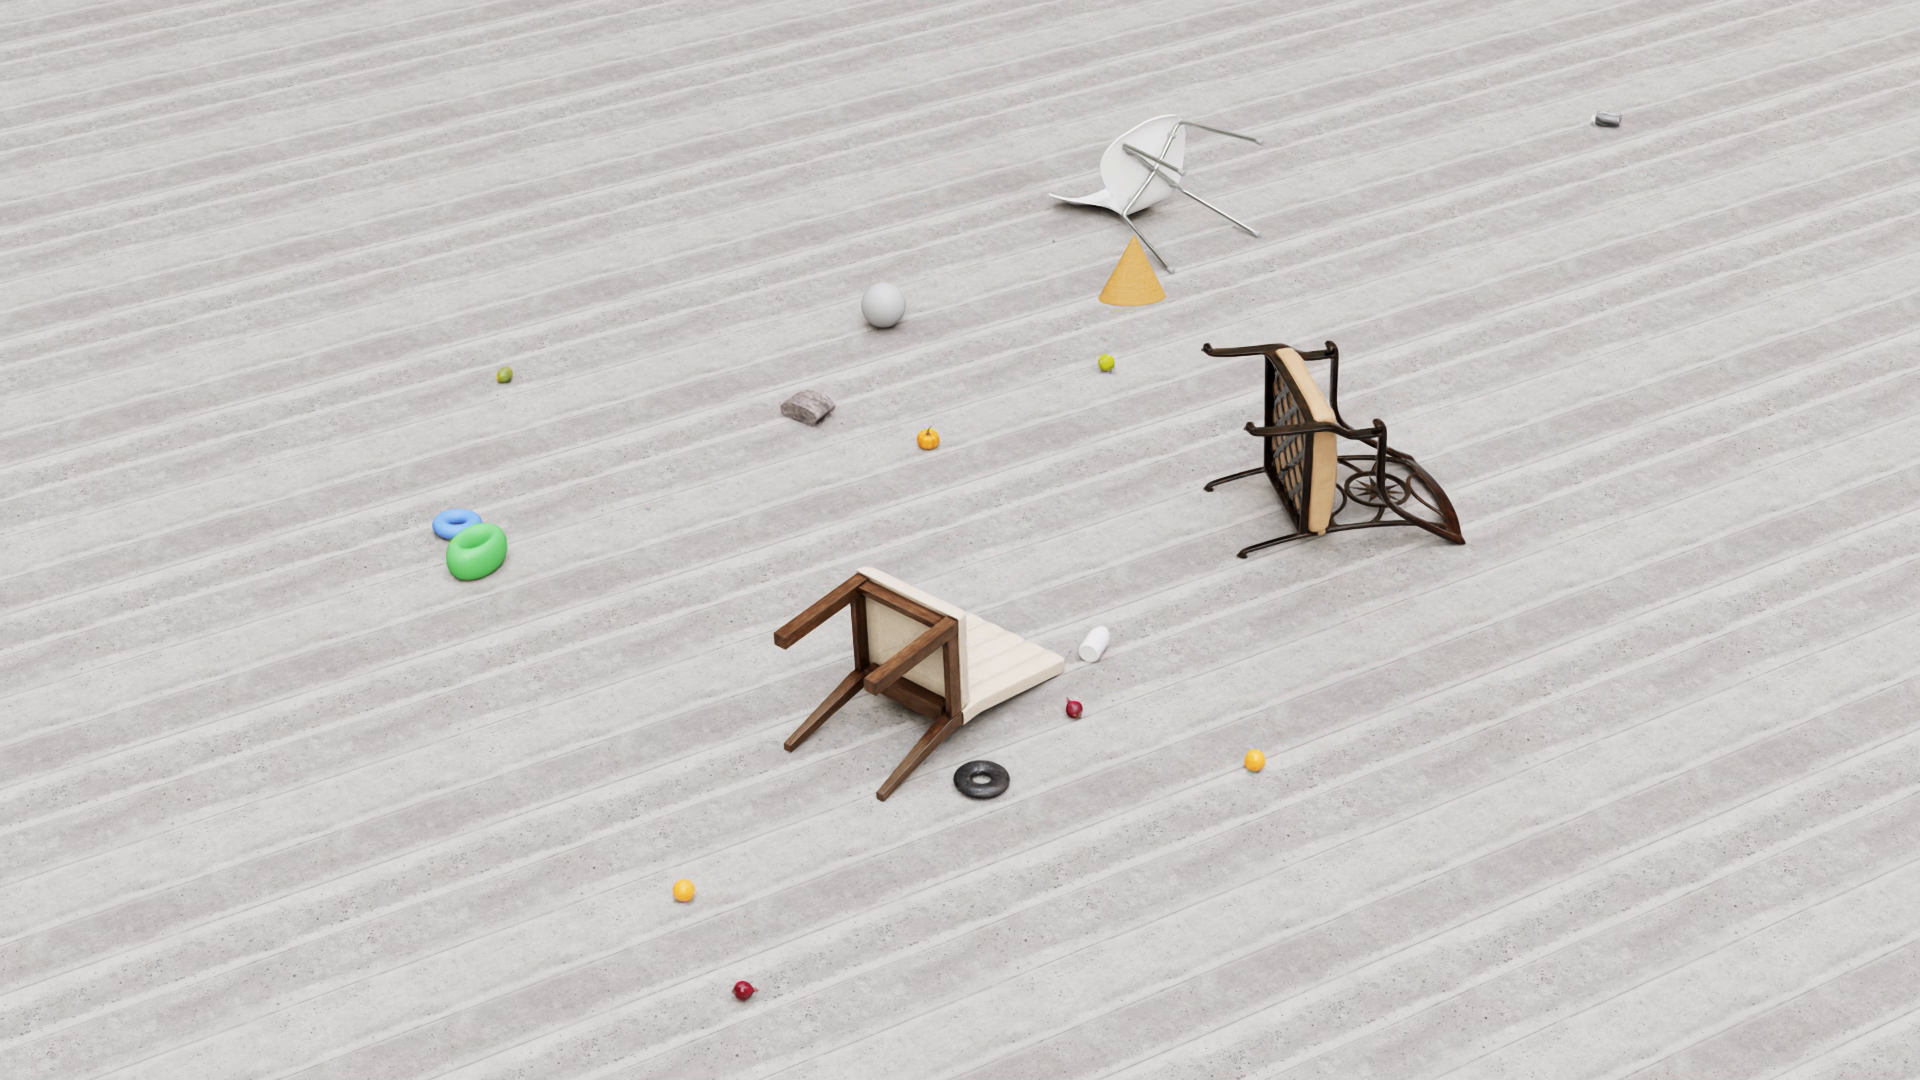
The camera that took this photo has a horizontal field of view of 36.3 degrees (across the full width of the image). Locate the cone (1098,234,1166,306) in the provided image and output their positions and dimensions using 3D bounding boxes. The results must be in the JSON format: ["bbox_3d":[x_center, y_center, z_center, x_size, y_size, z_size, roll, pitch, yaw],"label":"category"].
[{"bbox_3d":[0.735,-1.164,12.435,0.294,0.303,0.159,-4,34,-7],"label":"cone"}]

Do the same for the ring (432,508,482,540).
[{"bbox_3d":[-1.883,-0.059,10.984,0.188,0.056,0.173,3,33,4],"label":"ring"}]

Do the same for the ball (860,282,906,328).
[{"bbox_3d":[-0.320,-0.983,12.264,0.189,0.189,0.189,0,33,0],"label":"ball"}]

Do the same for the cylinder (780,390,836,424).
[{"bbox_3d":[-0.605,-0.531,11.680,0.182,0.077,0.125,19,38,29],"label":"cylinder"}]

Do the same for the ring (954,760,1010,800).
[{"bbox_3d":[0.072,0.793,9.704,0.190,0.043,0.187,12,36,17],"label":"ring"}]

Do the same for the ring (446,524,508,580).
[{"bbox_3d":[-1.775,0.042,10.766,0.191,0.128,0.268,16,38,26],"label":"ring"}]
